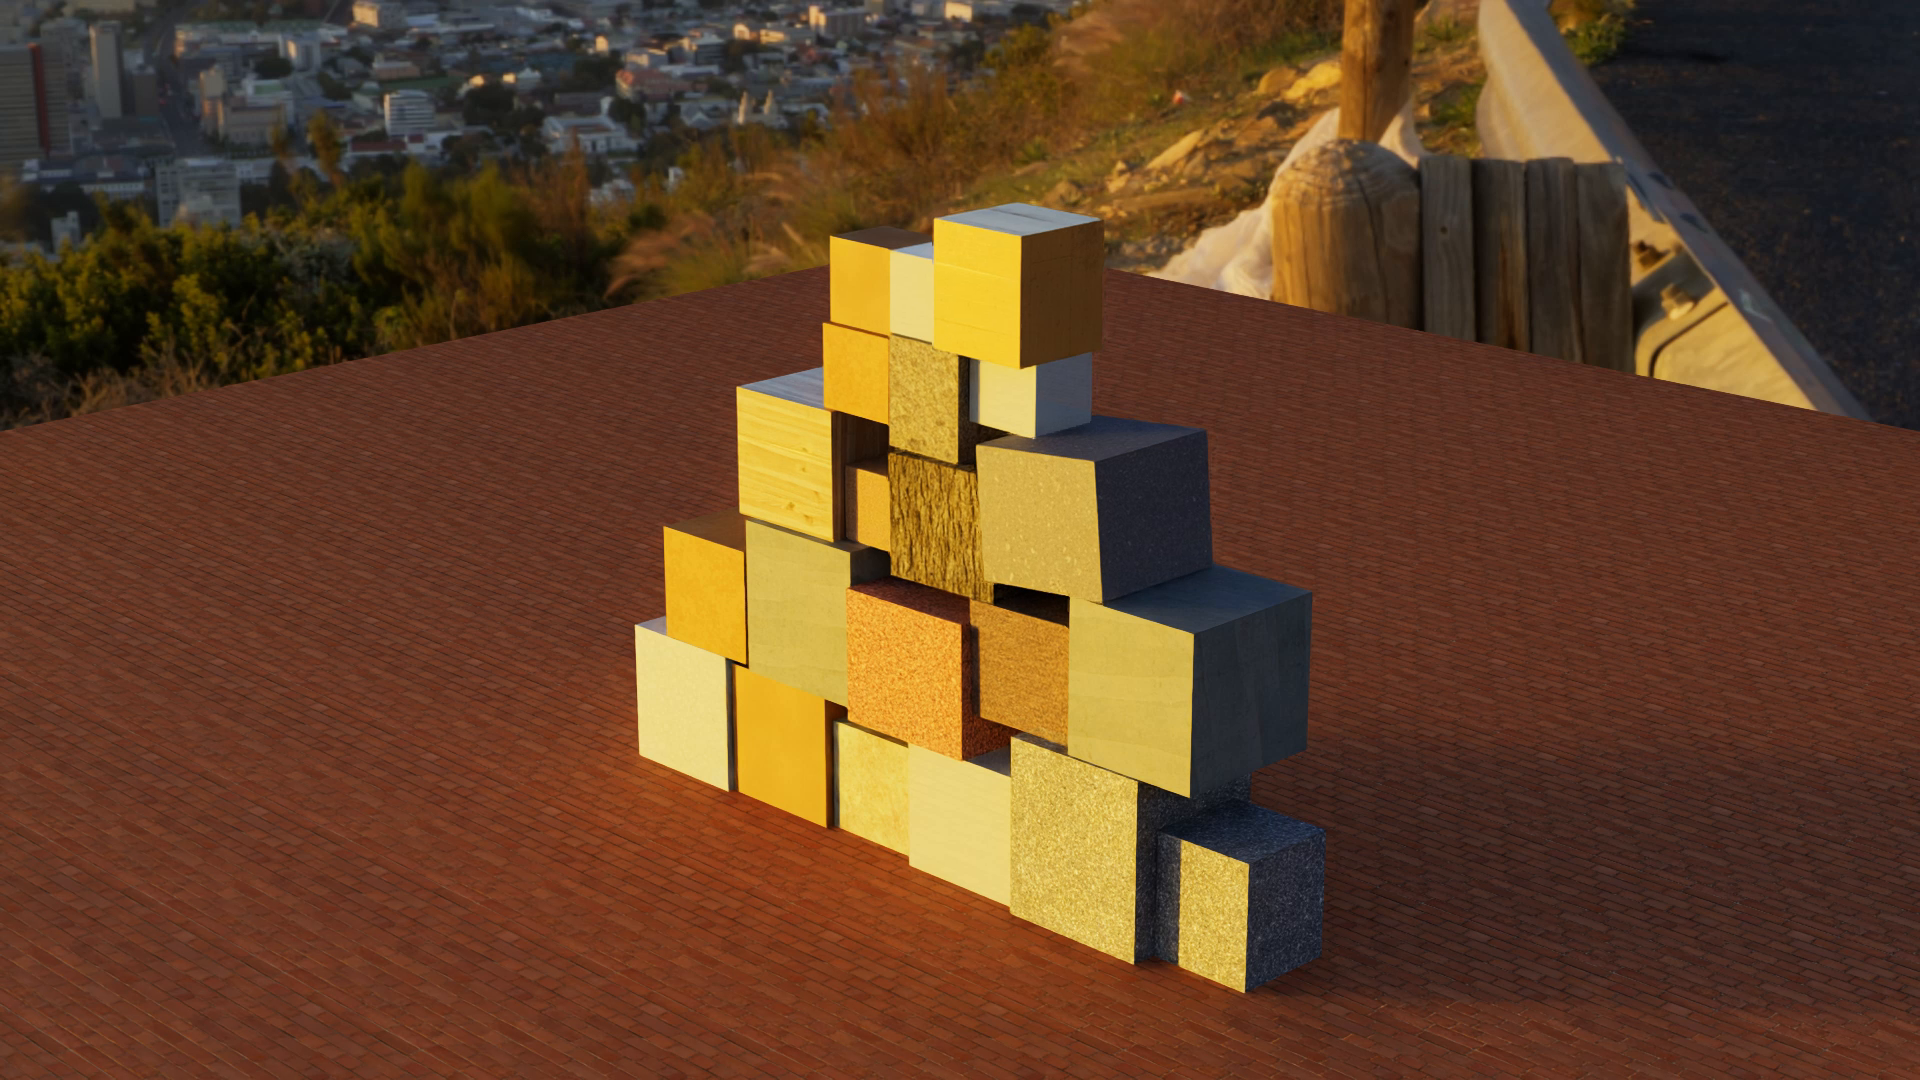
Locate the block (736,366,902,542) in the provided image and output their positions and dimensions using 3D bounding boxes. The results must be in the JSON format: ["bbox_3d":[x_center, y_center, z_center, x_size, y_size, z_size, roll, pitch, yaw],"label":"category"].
[{"bbox_3d":[-0.617,-0.418,13.883,0.575,0.622,0.656,-17,24,-42],"label":"block"}]

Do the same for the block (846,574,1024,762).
[{"bbox_3d":[-0.004,0.530,13.510,0.744,0.646,0.717,16,24,43],"label":"block"}]

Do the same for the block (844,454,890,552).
[{"bbox_3d":[-0.260,-0.173,13.550,0.365,0.355,0.401,-17,24,-42],"label":"block"}]

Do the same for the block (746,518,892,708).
[{"bbox_3d":[-0.519,0.274,13.990,0.678,0.762,0.724,-17,24,-42],"label":"block"}]

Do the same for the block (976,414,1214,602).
[{"bbox_3d":[0.583,-0.149,12.658,0.714,0.603,0.692,-17,19,-42],"label":"block"}]

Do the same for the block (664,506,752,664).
[{"bbox_3d":[-1.015,0.198,14.439,0.635,0.567,0.594,-17,24,-42],"label":"block"}]

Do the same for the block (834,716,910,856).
[{"bbox_3d":[-0.194,1.109,13.919,0.568,0.538,0.578,-17,24,-42],"label":"block"}]

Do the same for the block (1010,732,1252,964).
[{"bbox_3d":[0.751,1.259,12.934,0.756,0.843,0.738,-17,24,-42],"label":"block"}]

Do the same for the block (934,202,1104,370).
[{"bbox_3d":[0.253,-1.109,12.714,0.519,0.575,0.518,17,24,42],"label":"block"}]

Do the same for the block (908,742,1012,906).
[{"bbox_3d":[0.253,1.208,13.466,0.692,0.621,0.687,-17,24,-42],"label":"block"}]

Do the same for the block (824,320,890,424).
[{"bbox_3d":[-0.313,-0.799,13.406,0.439,0.395,0.441,17,24,42],"label":"block"}]

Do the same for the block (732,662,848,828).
[{"bbox_3d":[-0.649,0.918,14.317,0.631,0.664,0.664,-17,24,-42],"label":"block"}]

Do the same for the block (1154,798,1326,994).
[{"bbox_3d":[1.199,1.513,12.550,0.514,0.588,0.501,-17,24,-42],"label":"block"}]

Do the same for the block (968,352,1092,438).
[{"bbox_3d":[0.308,-0.673,12.831,0.357,0.328,0.401,-17,24,-42],"label":"block"}]

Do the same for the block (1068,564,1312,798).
[{"bbox_3d":[0.980,0.571,12.519,0.772,0.718,0.688,-17,24,-42],"label":"block"}]

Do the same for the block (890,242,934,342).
[{"bbox_3d":[-0.051,-1.108,13.045,0.354,0.369,0.382,17,24,42],"label":"block"}]

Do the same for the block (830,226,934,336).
[{"bbox_3d":[-0.325,-1.179,13.297,0.404,0.394,0.342,17,24,42],"label":"block"}]

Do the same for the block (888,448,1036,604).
[{"bbox_3d":[0.128,-0.119,13.192,0.649,0.575,0.608,15,23,43],"label":"block"}]

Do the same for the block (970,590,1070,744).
[{"bbox_3d":[0.497,0.513,13.001,0.631,0.540,0.635,-17,22,-42],"label":"block"}]

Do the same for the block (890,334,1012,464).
[{"bbox_3d":[-0.012,-0.668,13.117,0.433,0.511,0.425,17,24,42],"label":"block"}]

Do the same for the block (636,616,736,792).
[{"bbox_3d":[-1.149,0.760,14.761,0.660,0.698,0.689,-17,24,-42],"label":"block"}]
